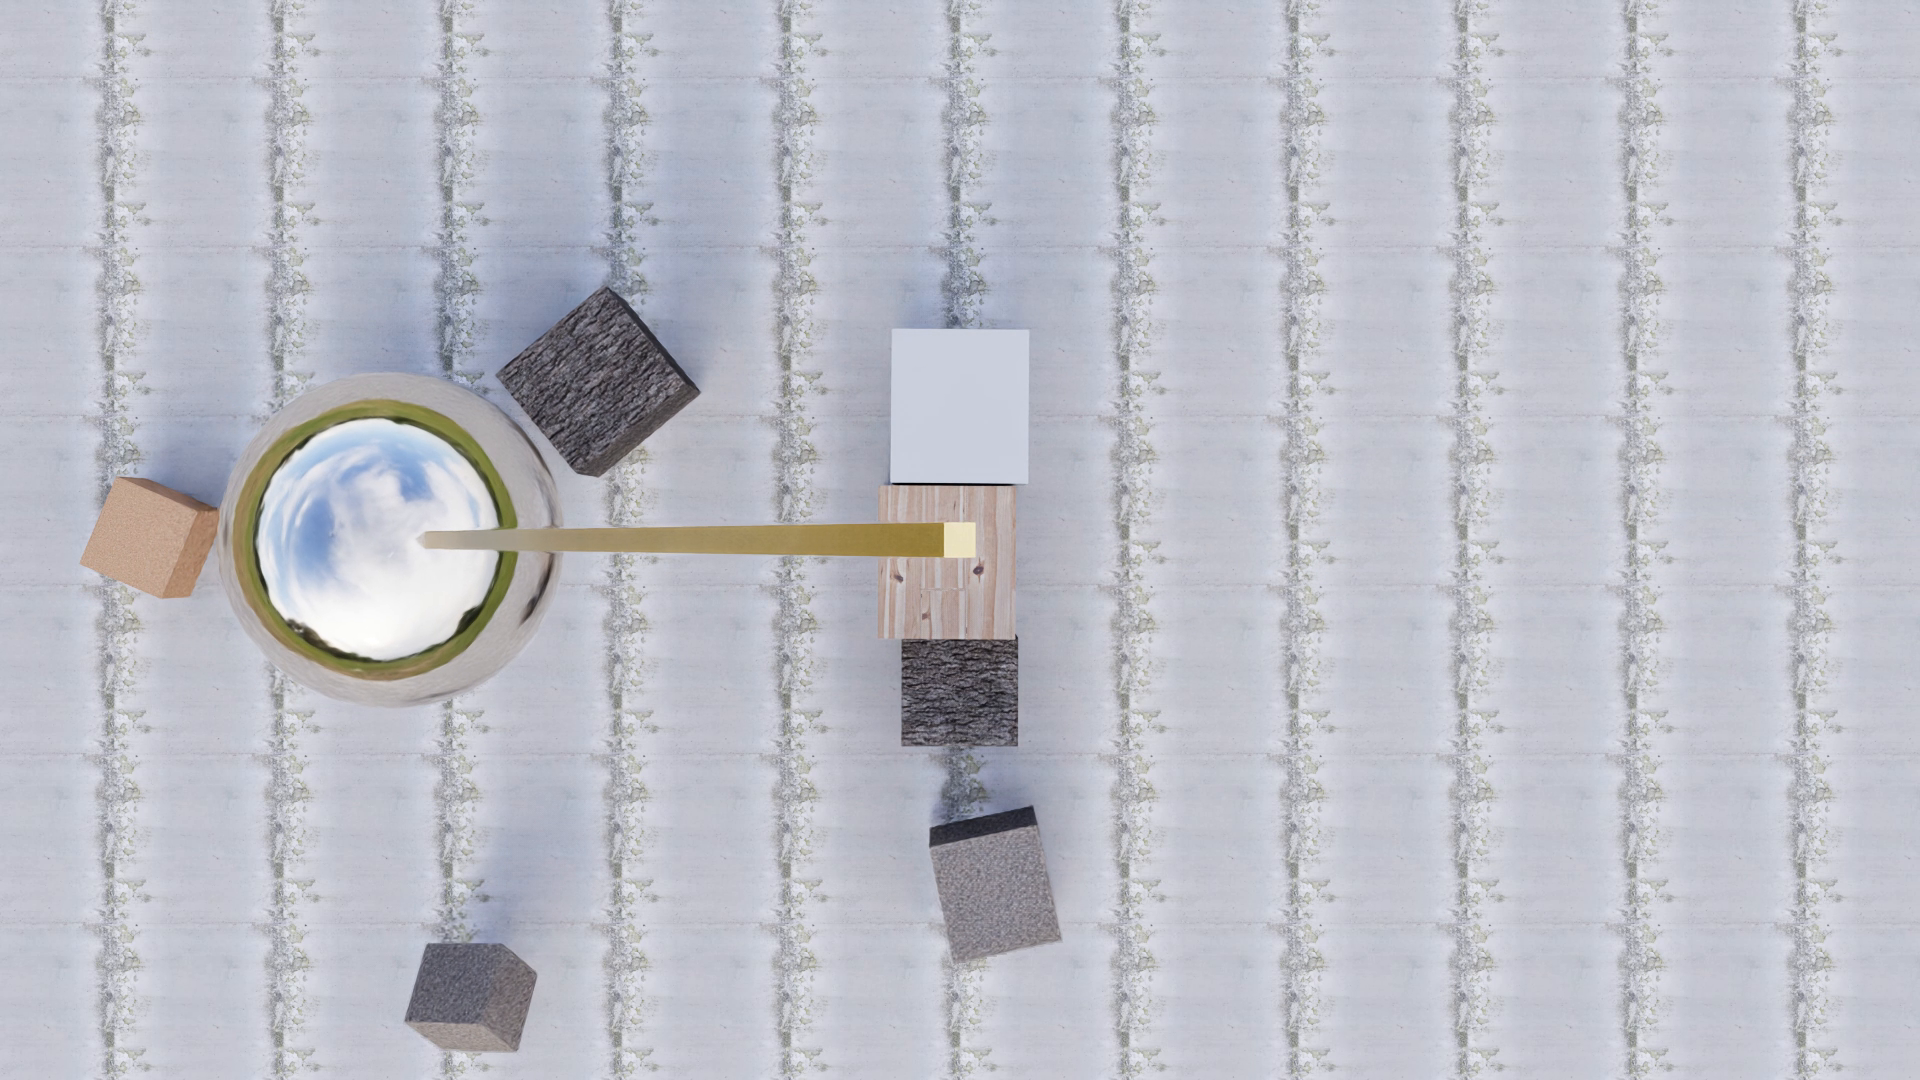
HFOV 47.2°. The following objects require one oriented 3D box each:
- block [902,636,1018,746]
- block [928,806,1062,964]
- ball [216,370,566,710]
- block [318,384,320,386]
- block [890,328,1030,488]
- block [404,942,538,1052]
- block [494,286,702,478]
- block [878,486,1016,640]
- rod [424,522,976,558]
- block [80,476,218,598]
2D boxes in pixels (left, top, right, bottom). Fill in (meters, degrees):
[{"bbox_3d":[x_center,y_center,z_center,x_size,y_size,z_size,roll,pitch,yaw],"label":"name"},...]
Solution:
[{"bbox_3d":[-0.001,0.856,12.685,0.657,0.631,0.612,0,90,0],"label":"block"},{"bbox_3d":[0.197,1.968,12.641,0.622,0.699,0.665,-12,92,0],"label":"block"},{"bbox_3d":[-2.678,0.000,10.415,1.600,1.600,1.600,0,90,0],"label":"ball"},{"bbox_3d":[-3.222,-0.371,12.618,0.935,0.764,0.761,16,90,0],"label":"block"},{"bbox_3d":[-0.001,-0.738,12.558,0.757,0.884,0.847,0,90,0],"label":"block"},{"bbox_3d":[-2.798,2.622,12.614,0.501,0.438,0.479,-3,56,20],"label":"block"},{"bbox_3d":[-2.058,-0.894,12.613,0.787,0.773,0.714,-39,90,0],"label":"block"},{"bbox_3d":[-0.073,0.124,12.569,0.760,0.861,0.846,0,90,0],"label":"block"},{"bbox_3d":[-1.161,0.000,7.373,0.080,5.200,0.080,0,90,-27],"label":"rod"},{"bbox_3d":[-4.679,-0.014,12.763,0.508,0.473,0.544,23,90,0],"label":"block"}]
